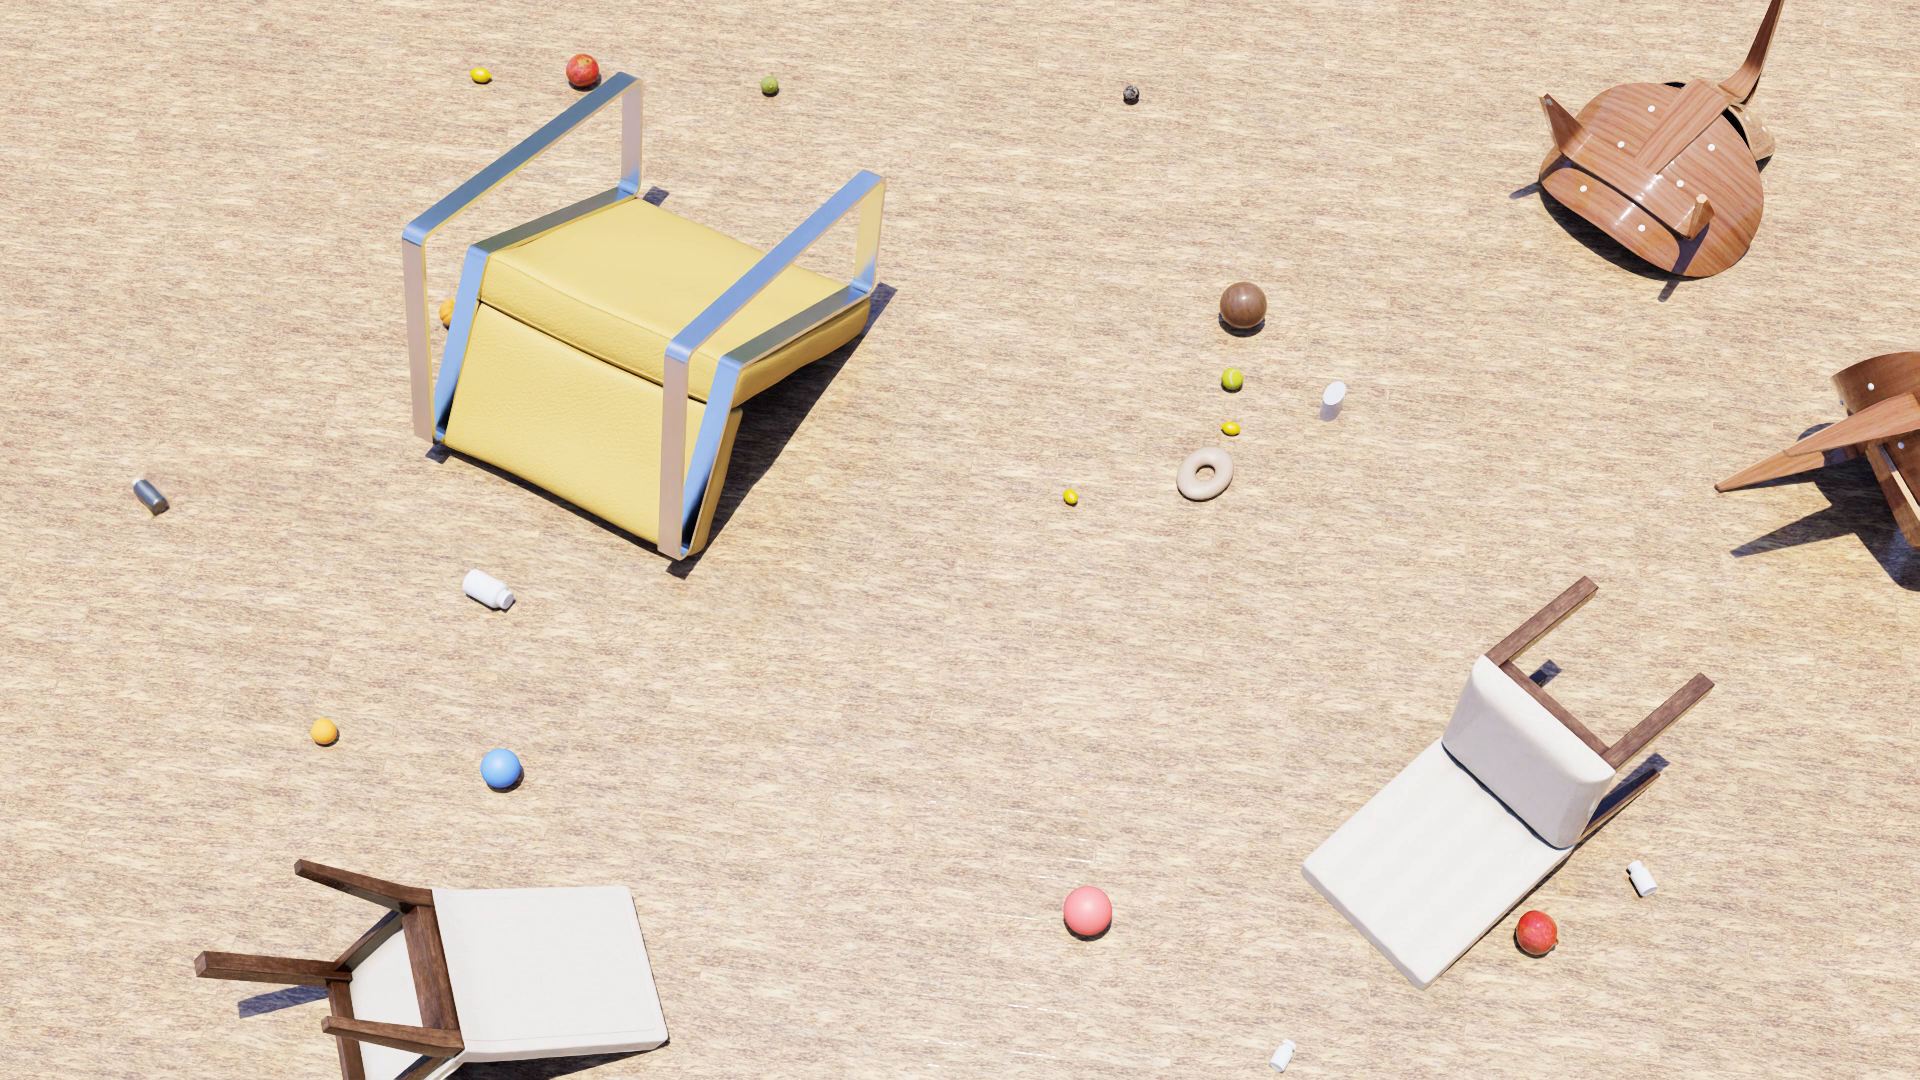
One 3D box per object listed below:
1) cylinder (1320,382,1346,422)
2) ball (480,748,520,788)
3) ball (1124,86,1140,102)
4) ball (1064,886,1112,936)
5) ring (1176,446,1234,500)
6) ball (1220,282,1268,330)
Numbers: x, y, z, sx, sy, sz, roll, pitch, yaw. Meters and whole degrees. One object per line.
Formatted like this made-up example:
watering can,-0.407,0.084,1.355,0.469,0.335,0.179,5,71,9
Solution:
cylinder,1.154,-0.428,6.808,0.059,0.088,0.101,27,60,17
ball,-1.271,0.631,6.085,0.109,0.109,0.109,0,56,0
ball,0.589,-1.536,7.571,0.057,0.057,0.057,0,56,0
ball,0.339,0.984,5.836,0.130,0.130,0.130,0,56,0
ring,0.746,-0.204,6.687,0.159,0.040,0.212,31,61,19
ball,0.900,-0.745,6.983,0.152,0.152,0.152,0,56,0
